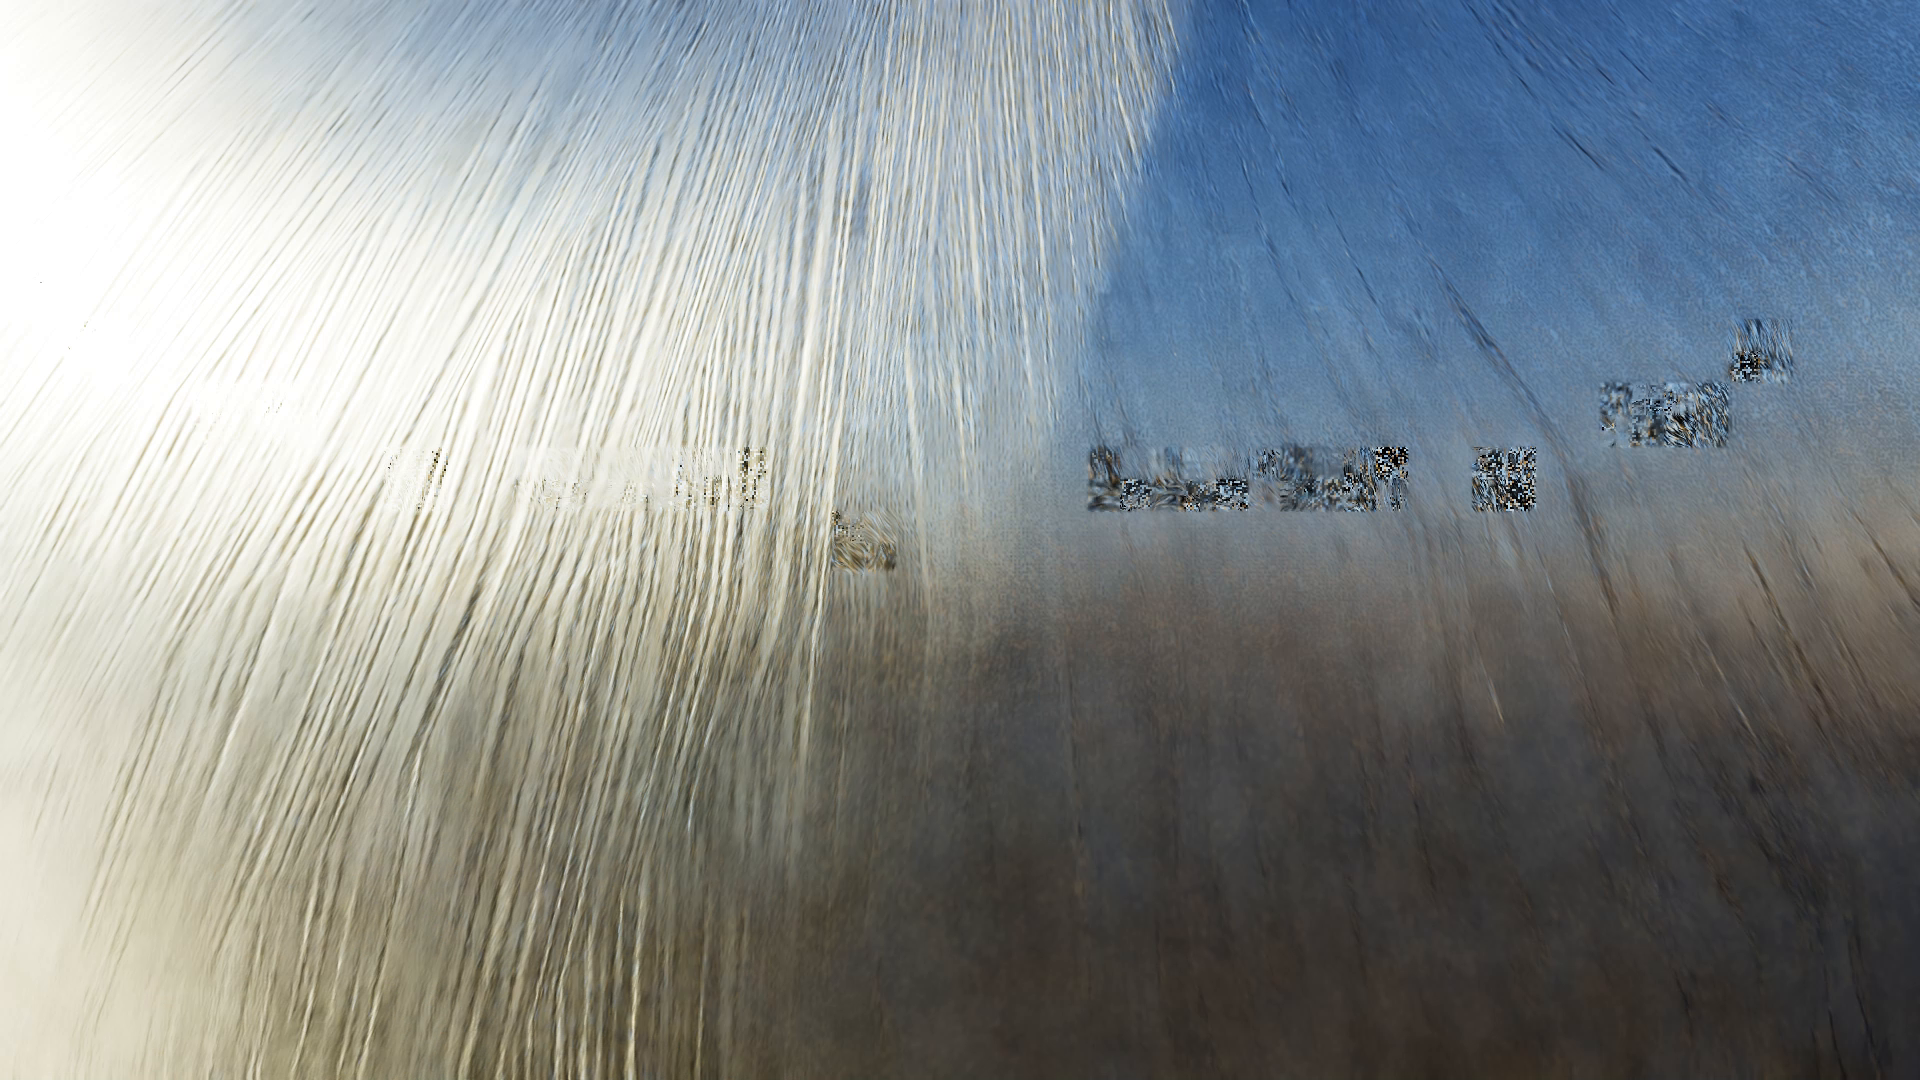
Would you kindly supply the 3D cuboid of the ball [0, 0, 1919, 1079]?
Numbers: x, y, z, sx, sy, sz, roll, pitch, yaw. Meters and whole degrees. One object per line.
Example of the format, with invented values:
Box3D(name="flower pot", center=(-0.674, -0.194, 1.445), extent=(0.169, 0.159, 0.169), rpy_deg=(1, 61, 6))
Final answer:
Box3D(name="ball", center=(0.000, -0.002, 0.056), extent=(0.080, 0.080, 0.080), rpy_deg=(0, 4, 0))
